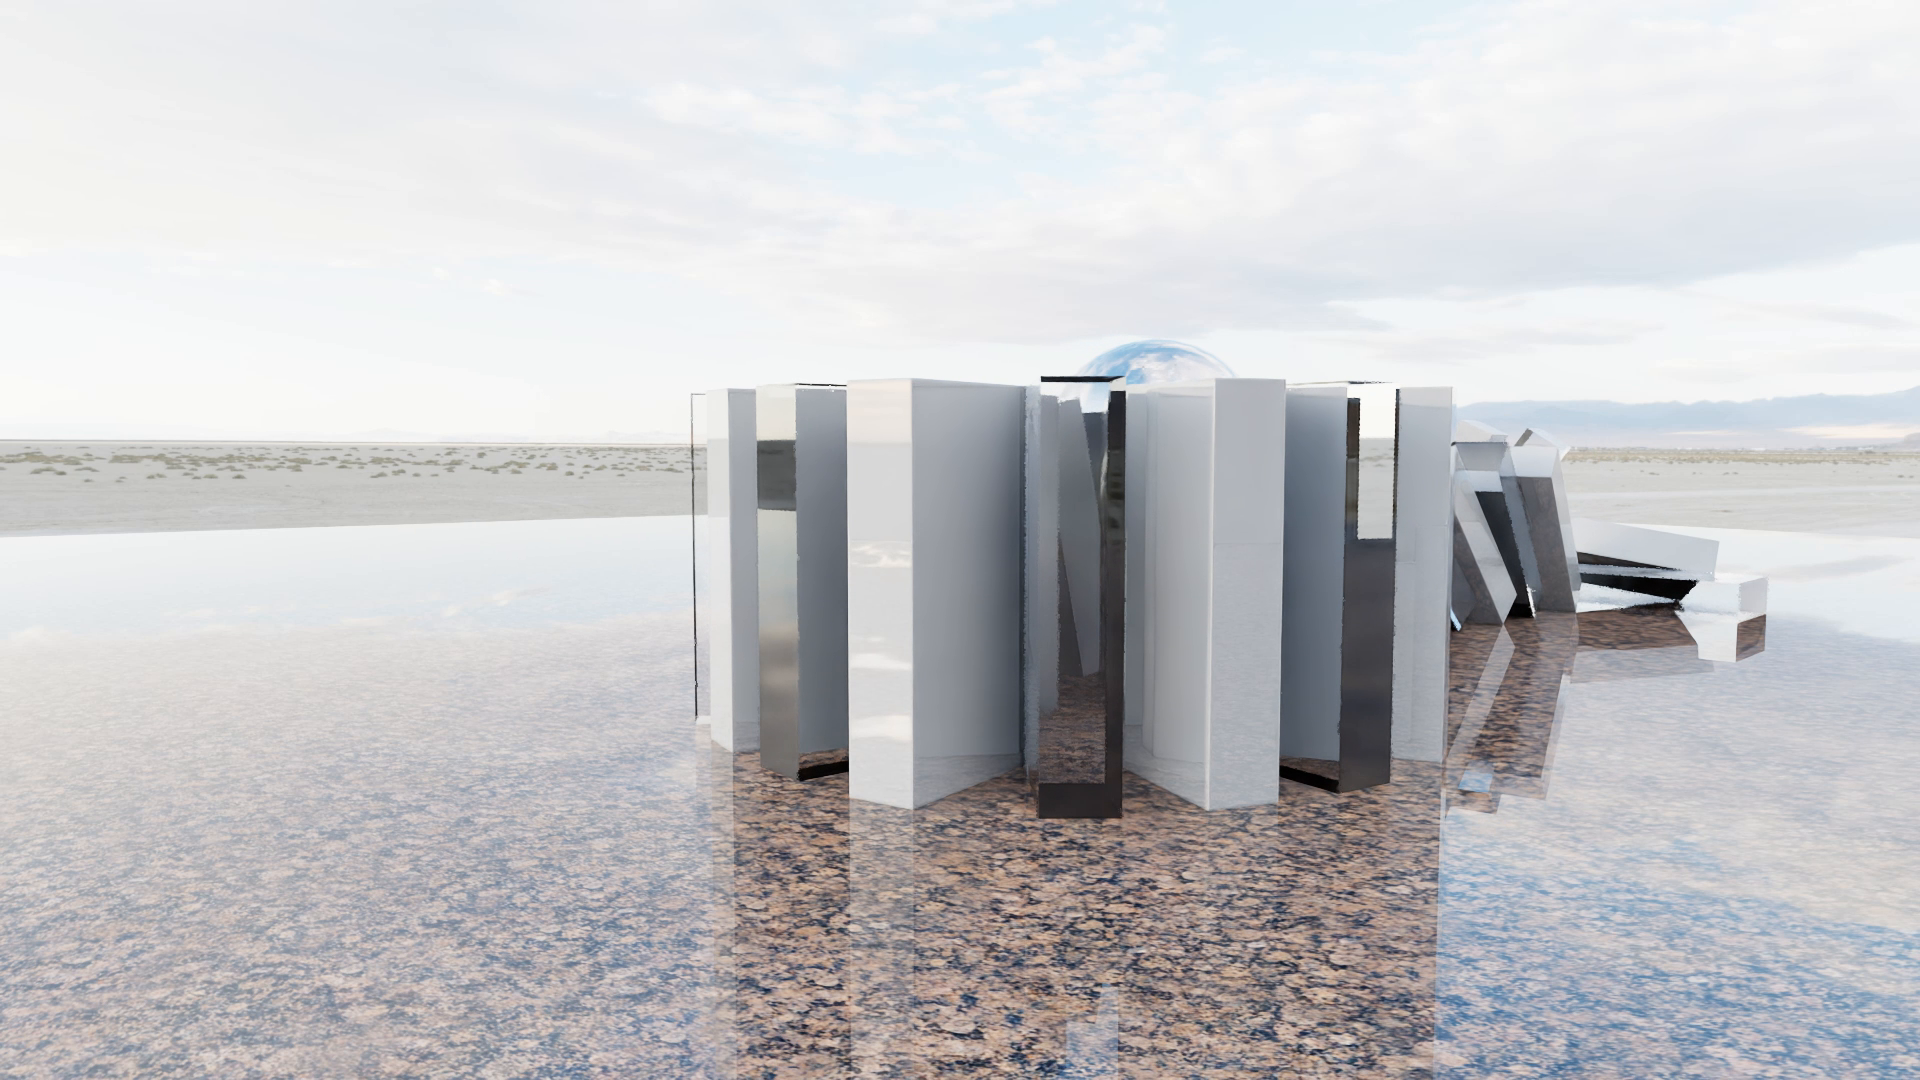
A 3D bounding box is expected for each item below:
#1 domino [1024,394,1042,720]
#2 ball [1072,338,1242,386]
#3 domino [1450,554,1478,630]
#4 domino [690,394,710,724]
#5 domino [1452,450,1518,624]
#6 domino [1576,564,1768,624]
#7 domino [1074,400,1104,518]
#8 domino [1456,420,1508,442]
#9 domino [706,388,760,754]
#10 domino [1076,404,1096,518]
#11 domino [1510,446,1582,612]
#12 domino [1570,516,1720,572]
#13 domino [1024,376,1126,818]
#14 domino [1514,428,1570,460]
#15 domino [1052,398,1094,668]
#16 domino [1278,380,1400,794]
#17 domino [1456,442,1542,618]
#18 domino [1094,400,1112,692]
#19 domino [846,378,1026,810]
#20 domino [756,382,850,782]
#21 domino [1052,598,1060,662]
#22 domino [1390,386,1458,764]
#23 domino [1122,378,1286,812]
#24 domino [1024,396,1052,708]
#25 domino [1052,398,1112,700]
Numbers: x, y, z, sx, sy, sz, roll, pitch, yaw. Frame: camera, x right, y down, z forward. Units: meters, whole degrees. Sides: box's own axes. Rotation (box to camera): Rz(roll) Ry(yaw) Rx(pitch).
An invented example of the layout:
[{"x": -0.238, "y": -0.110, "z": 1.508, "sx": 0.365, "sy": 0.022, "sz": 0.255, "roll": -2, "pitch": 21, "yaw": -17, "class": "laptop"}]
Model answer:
[{"x": 0.000, "y": 0.002, "z": 0.200, "sx": 0.025, "sy": 0.050, "sz": 0.010, "roll": 0, "pitch": 5, "yaw": 1, "class": "domino"}, {"x": 0.070, "y": -0.032, "z": 0.462, "sx": 0.080, "sy": 0.080, "sz": 0.080, "roll": 0, "pitch": 4, "yaw": 0, "class": "ball"}, {"x": 0.096, "y": -0.001, "z": 0.294, "sx": 0.010, "sy": 0.050, "sz": 0.025, "roll": -48, "pitch": 27, "yaw": -22, "class": "domino"}, {"x": -0.029, "y": 0.003, "z": 0.200, "sx": 0.025, "sy": 0.050, "sz": 0.010, "roll": -1, "pitch": 4, "yaw": -8, "class": "domino"}, {"x": 0.110, "y": -0.002, "z": 0.301, "sx": 0.025, "sy": 0.050, "sz": 0.009, "roll": 5, "pitch": 49, "yaw": 47, "class": "domino"}, {"x": 0.176, "y": 0.013, "z": 0.331, "sx": 0.025, "sy": 0.009, "sz": 0.050, "roll": -4, "pitch": 6, "yaw": -44, "class": "domino"}, {"x": 0.025, "y": -0.002, "z": 0.257, "sx": 0.010, "sy": 0.050, "sz": 0.025, "roll": -18, "pitch": 13, "yaw": -30, "class": "domino"}, {"x": 0.140, "y": -0.010, "z": 0.373, "sx": 0.010, "sy": 0.050, "sz": 0.025, "roll": 31, "pitch": 20, "yaw": 27, "class": "domino"}, {"x": -0.023, "y": 0.004, "z": 0.185, "sx": 0.025, "sy": 0.050, "sz": 0.010, "roll": -2, "pitch": 5, "yaw": -29, "class": "domino"}, {"x": 0.034, "y": -0.002, "z": 0.261, "sx": 0.009, "sy": 0.050, "sz": 0.025, "roll": -18, "pitch": 13, "yaw": -28, "class": "domino"}, {"x": 0.137, "y": -0.002, "z": 0.318, "sx": 0.025, "sy": 0.009, "sz": 0.050, "roll": 3, "pitch": -39, "yaw": 35, "class": "domino"}, {"x": 0.177, "y": 0.003, "z": 0.353, "sx": 0.050, "sy": 0.010, "sz": 0.025, "roll": 12, "pitch": -12, "yaw": 21, "class": "domino"}, {"x": 0.013, "y": 0.006, "z": 0.156, "sx": 0.009, "sy": 0.050, "sz": 0.025, "roll": 0, "pitch": 4, "yaw": -1, "class": "domino"}, {"x": 0.151, "y": -0.008, "z": 0.364, "sx": 0.009, "sy": 0.050, "sz": 0.025, "roll": 40, "pitch": 23, "yaw": 24, "class": "domino"}, {"x": 0.015, "y": -0.002, "z": 0.252, "sx": 0.009, "sy": 0.050, "sz": 0.025, "roll": -18, "pitch": 14, "yaw": -33, "class": "domino"}, {"x": 0.043, "y": 0.005, "z": 0.167, "sx": 0.009, "sy": 0.050, "sz": 0.025, "roll": -3, "pitch": 5, "yaw": -33, "class": "domino"}, {"x": 0.122, "y": -0.002, "z": 0.309, "sx": 0.025, "sy": 0.050, "sz": 0.010, "roll": 4, "pitch": 49, "yaw": 38, "class": "domino"}, {"x": 0.030, "y": 0.000, "z": 0.228, "sx": 0.010, "sy": 0.050, "sz": 0.025, "roll": 0, "pitch": 4, "yaw": -1, "class": "domino"}, {"x": -0.002, "y": 0.006, "z": 0.160, "sx": 0.010, "sy": 0.050, "sz": 0.025, "roll": 3, "pitch": 5, "yaw": 34, "class": "domino"}, {"x": -0.014, "y": 0.005, "z": 0.172, "sx": 0.025, "sy": 0.050, "sz": 0.010, "roll": -3, "pitch": 6, "yaw": -39, "class": "domino"}, {"x": 0.005, "y": -0.001, "z": 0.247, "sx": 0.009, "sy": 0.050, "sz": 0.025, "roll": -15, "pitch": 12, "yaw": -34, "class": "domino"}, {"x": 0.055, "y": 0.004, "z": 0.178, "sx": 0.025, "sy": 0.050, "sz": 0.010, "roll": 2, "pitch": 5, "yaw": 25, "class": "domino"}, {"x": 0.029, "y": 0.006, "z": 0.160, "sx": 0.010, "sy": 0.050, "sz": 0.025, "roll": -2, "pitch": 5, "yaw": -21, "class": "domino"}, {"x": 0.002, "y": 0.001, "z": 0.214, "sx": 0.025, "sy": 0.050, "sz": 0.009, "roll": 2, "pitch": 5, "yaw": 24, "class": "domino"}, {"x": 0.015, "y": 0.001, "z": 0.224, "sx": 0.009, "sy": 0.050, "sz": 0.025, "roll": -3, "pitch": 6, "yaw": -29, "class": "domino"}]
